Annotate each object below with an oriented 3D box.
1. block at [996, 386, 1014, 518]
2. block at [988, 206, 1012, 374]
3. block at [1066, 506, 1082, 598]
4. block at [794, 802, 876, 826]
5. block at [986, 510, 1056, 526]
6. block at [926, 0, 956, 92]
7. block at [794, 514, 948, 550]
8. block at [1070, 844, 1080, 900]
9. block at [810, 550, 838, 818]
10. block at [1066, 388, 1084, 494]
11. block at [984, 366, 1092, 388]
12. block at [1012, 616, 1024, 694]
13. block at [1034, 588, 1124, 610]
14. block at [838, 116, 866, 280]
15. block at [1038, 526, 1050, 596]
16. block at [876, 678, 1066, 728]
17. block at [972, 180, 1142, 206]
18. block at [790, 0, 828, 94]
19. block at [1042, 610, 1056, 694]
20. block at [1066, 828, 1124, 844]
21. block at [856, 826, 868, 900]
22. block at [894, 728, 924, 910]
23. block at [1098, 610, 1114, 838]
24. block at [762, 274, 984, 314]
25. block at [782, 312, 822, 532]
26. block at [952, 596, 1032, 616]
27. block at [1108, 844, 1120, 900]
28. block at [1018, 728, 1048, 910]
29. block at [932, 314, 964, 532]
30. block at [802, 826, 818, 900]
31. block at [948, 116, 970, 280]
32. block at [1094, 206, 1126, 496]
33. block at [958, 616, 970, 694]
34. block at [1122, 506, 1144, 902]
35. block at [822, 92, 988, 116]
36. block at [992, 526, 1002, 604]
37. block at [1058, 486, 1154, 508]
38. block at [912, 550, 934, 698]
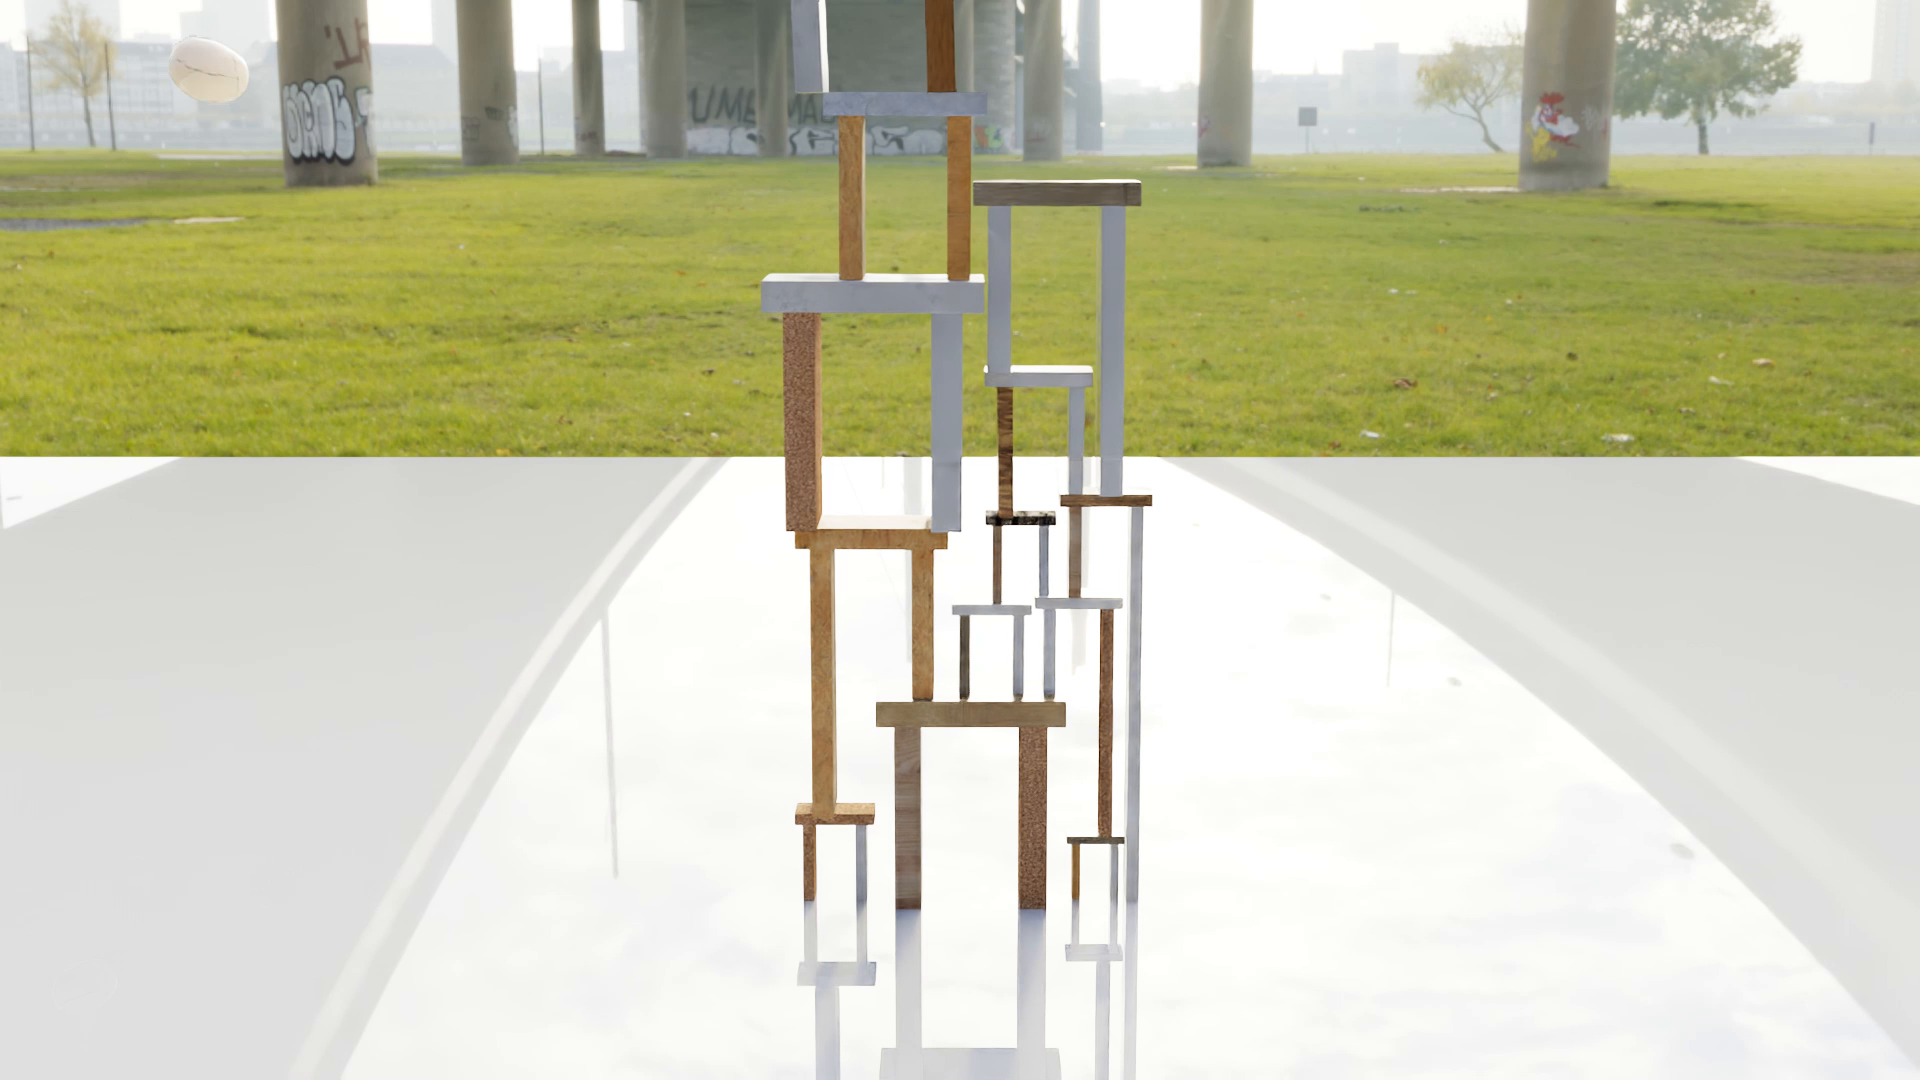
[{"bbox_3d":[0.072,-0.147,3.535,0.024,0.209,0.086,-1,11,-1],"label":"block"},{"bbox_3d":[0.063,-0.400,3.483,0.037,0.259,0.130,0,11,1],"label":"block"},{"bbox_3d":[0.184,0.013,3.558,0.021,0.148,0.074,0,10,0],"label":"block"},{"bbox_3d":[-0.206,0.453,3.641,0.131,0.018,0.065,0,11,0],"label":"block"},{"bbox_3d":[0.098,-0.036,3.555,0.115,0.016,0.058,0,11,1],"label":"block"},{"bbox_3d":[-0.032,-0.847,3.398,0.043,0.304,0.152,-1,11,0],"label":"block"},{"bbox_3d":[-0.141,-0.013,3.560,0.245,0.035,0.122,0,11,0],"label":"block"},{"bbox_3d":[0.192,0.544,3.656,0.014,0.095,0.048,0,11,0],"label":"block"},{"bbox_3d":[-0.223,0.224,3.604,0.035,0.446,0.122,0,11,0],"label":"block"},{"bbox_3d":[0.185,-0.164,3.526,0.024,0.171,0.085,0,11,1],"label":"block"},{"bbox_3d":[0.125,-0.261,3.511,0.171,0.024,0.085,0,11,1],"label":"block"},{"bbox_3d":[0.095,0.181,3.594,0.019,0.131,0.066,0,11,0],"label":"block"},{"bbox_3d":[0.192,0.096,3.579,0.142,0.020,0.071,0,11,0],"label":"block"},{"bbox_3d":[-0.169,-0.539,3.455,0.036,0.251,0.126,0,11,0],"label":"block"},{"bbox_3d":[0.136,0.029,3.567,0.016,0.115,0.058,-1,11,0],"label":"block"},{"bbox_3d":[0.018,0.267,3.610,0.307,0.043,0.153,0,11,0],"label":"block"},{"bbox_3d":[0.150,-0.546,3.457,0.259,0.037,0.130,0,11,0],"label":"block"},{"bbox_3d":[-0.236,-0.847,3.399,0.043,0.304,0.152,-2,11,0],"label":"block"},{"bbox_3d":[0.145,0.175,3.594,0.020,0.142,0.071,0,11,0],"label":"block"},{"bbox_3d":[0.223,0.490,3.646,0.095,0.014,0.048,0,11,0],"label":"block"},{"bbox_3d":[-0.163,0.526,3.654,0.018,0.131,0.065,0,11,0],"label":"block"},{"bbox_3d":[-0.085,0.439,3.642,0.043,0.307,0.153,0,11,0],"label":"block"},{"bbox_3d":[0.240,0.294,3.616,0.020,0.384,0.071,0,11,0],"label":"block"},{"bbox_3d":[-0.135,-0.391,3.480,0.345,0.049,0.172,0,11,0],"label":"block"},{"bbox_3d":[-0.250,-0.198,3.517,0.049,0.345,0.172,0,11,0],"label":"block"},{"bbox_3d":[0.052,0.107,3.580,0.131,0.019,0.066,0,11,1],"label":"block"},{"bbox_3d":[0.255,0.544,3.656,0.014,0.095,0.048,0,11,0],"label":"block"},{"bbox_3d":[0.120,0.439,3.642,0.043,0.307,0.153,0,11,0],"label":"block"},{"bbox_3d":[-0.021,-0.197,3.518,0.049,0.345,0.172,0,11,0],"label":"block"},{"bbox_3d":[-0.249,0.526,3.654,0.018,0.131,0.065,0,11,0],"label":"block"},{"bbox_3d":[-0.002,-0.539,3.459,0.036,0.251,0.126,0,11,0],"label":"block"},{"bbox_3d":[0.239,-0.304,3.502,0.037,0.454,0.130,0,11,0],"label":"block"},{"bbox_3d":[0.008,0.181,3.594,0.019,0.131,0.066,0,11,0],"label":"block"},{"bbox_3d":[0.284,0.266,3.605,0.021,0.661,0.074,0,11,0],"label":"block"},{"bbox_3d":[-0.085,-0.680,3.429,0.251,0.036,0.126,0,11,-1],"label":"block"},{"bbox_3d":[0.061,0.035,3.567,0.016,0.128,0.058,0,11,1],"label":"block"},{"bbox_3d":[0.234,-0.070,3.543,0.148,0.021,0.074,0,11,0],"label":"block"},{"bbox_3d":[-0.060,0.125,3.586,0.035,0.245,0.122,0,11,0],"label":"block"}]
